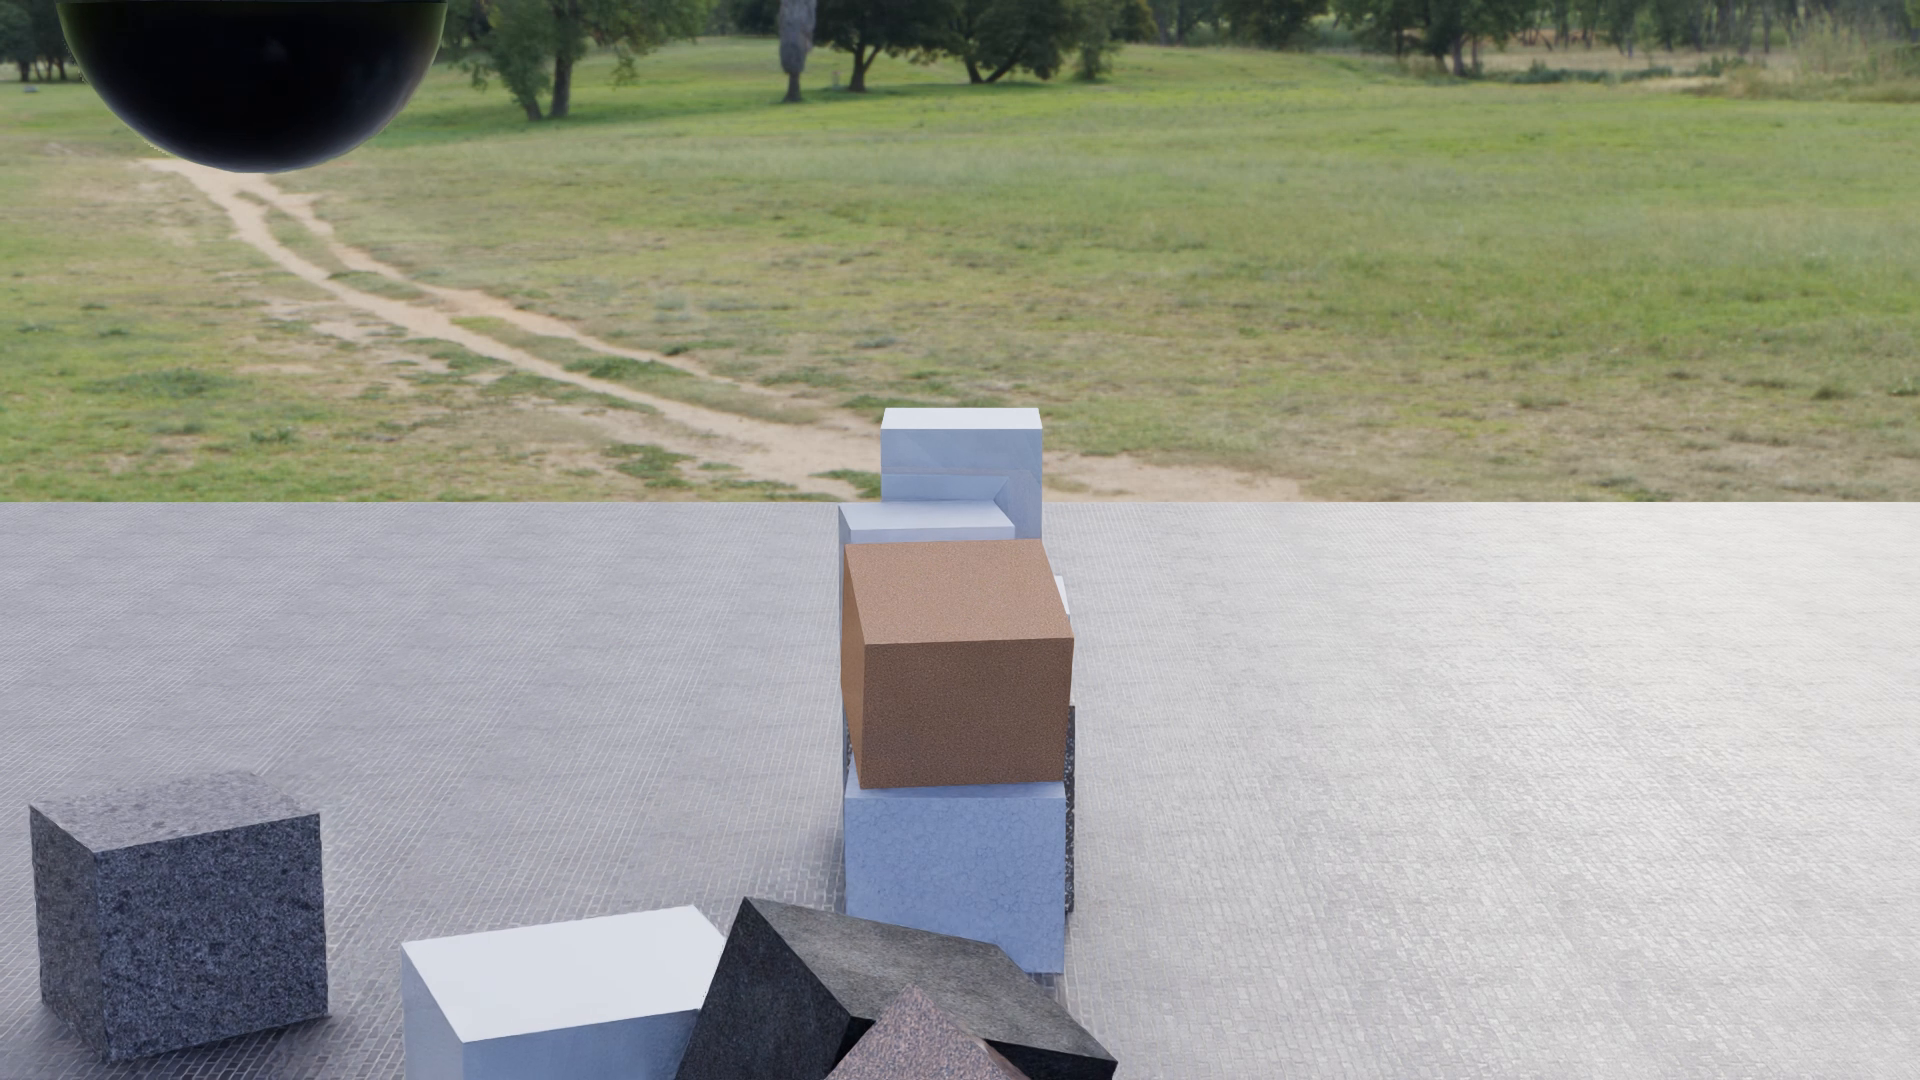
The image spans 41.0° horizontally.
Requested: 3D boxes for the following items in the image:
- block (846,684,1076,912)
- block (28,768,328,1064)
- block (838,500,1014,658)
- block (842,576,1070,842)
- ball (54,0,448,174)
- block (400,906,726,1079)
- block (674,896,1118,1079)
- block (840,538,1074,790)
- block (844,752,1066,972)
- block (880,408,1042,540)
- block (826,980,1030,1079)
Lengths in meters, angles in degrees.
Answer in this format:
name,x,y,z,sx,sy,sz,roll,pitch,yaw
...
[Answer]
name,x,y,z,sx,sy,sz,roll,pitch,yaw
block,0.004,1.047,11.297,0.957,0.897,0.977,0,10,0
block,-2.950,1.394,9.690,0.838,0.790,0.768,-7,13,-35
block,-0.155,0.242,11.211,0.696,0.718,0.681,-1,10,-7
block,-0.020,0.788,12.212,1.040,1.081,0.895,0,10,0
ball,-2.960,-2.340,10.755,1.600,1.600,1.600,0,10,0
block,-1.130,1.708,7.828,0.945,0.838,0.906,-4,11,-22
block,-0.244,1.629,7.201,0.866,0.889,0.750,16,9,-31
block,-0.030,0.490,10.375,0.816,0.673,0.784,-2,29,-8
block,-0.019,1.293,10.454,0.864,0.716,0.751,0,10,0
block,0.008,-0.141,11.907,0.723,0.857,0.734,0,10,0
block,0.035,1.766,6.497,0.808,0.753,0.731,45,-7,-33
